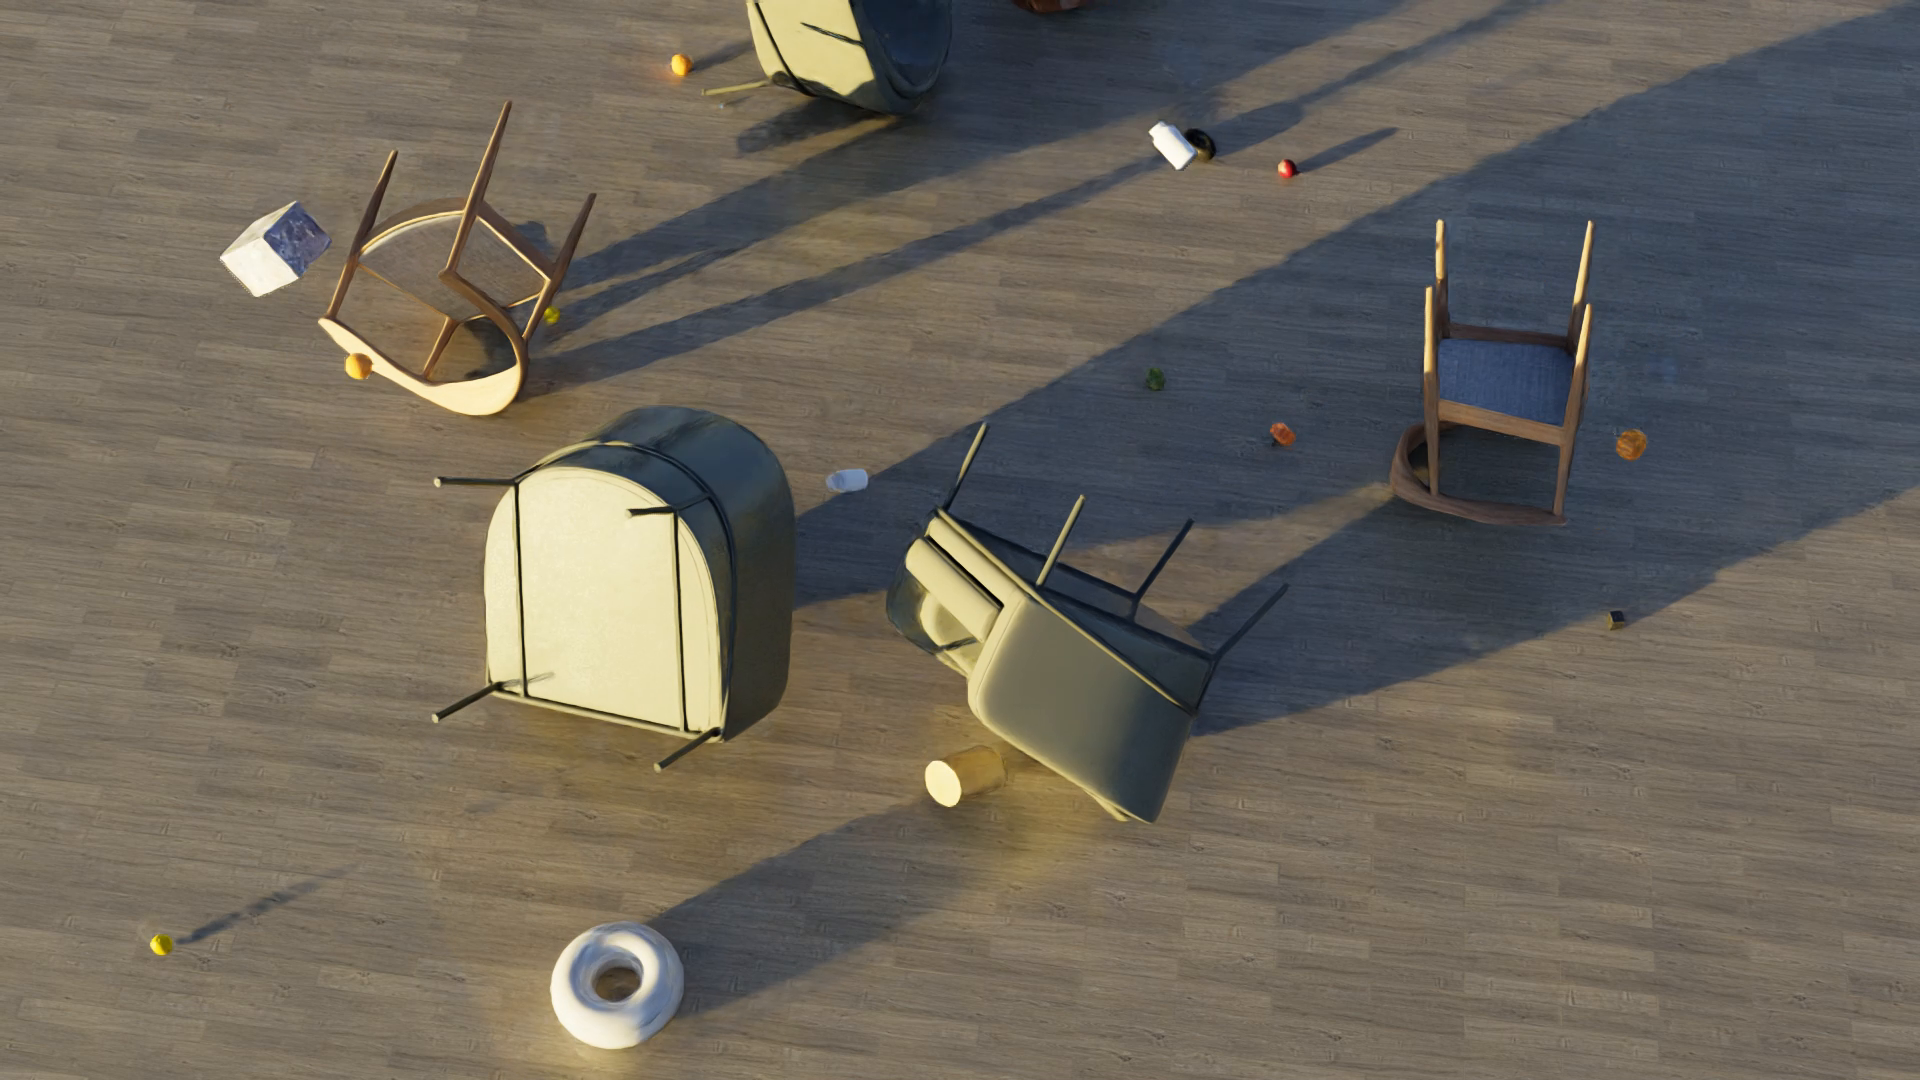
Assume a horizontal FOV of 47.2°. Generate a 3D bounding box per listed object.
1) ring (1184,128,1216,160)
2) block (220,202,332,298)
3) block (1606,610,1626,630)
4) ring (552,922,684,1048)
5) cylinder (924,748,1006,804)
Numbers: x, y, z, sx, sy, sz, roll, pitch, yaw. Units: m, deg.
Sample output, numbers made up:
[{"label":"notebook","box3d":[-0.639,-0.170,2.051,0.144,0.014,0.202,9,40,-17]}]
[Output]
[{"label":"ring","box3d":[0.811,-1.340,7.446,0.083,0.046,0.145,-33,60,-14]},{"label":"block","box3d":[-2.105,-0.894,6.771,0.247,0.163,0.183,-12,37,41]},{"label":"block","box3d":[1.905,0.234,6.390,0.035,0.044,0.037,-7,56,-4]},{"label":"ring","box3d":[-0.889,1.155,5.714,0.345,0.135,0.348,-23,54,-17]},{"label":"cylinder","box3d":[0.014,0.645,6.021,0.148,0.180,0.128,-6,96,-32]}]
